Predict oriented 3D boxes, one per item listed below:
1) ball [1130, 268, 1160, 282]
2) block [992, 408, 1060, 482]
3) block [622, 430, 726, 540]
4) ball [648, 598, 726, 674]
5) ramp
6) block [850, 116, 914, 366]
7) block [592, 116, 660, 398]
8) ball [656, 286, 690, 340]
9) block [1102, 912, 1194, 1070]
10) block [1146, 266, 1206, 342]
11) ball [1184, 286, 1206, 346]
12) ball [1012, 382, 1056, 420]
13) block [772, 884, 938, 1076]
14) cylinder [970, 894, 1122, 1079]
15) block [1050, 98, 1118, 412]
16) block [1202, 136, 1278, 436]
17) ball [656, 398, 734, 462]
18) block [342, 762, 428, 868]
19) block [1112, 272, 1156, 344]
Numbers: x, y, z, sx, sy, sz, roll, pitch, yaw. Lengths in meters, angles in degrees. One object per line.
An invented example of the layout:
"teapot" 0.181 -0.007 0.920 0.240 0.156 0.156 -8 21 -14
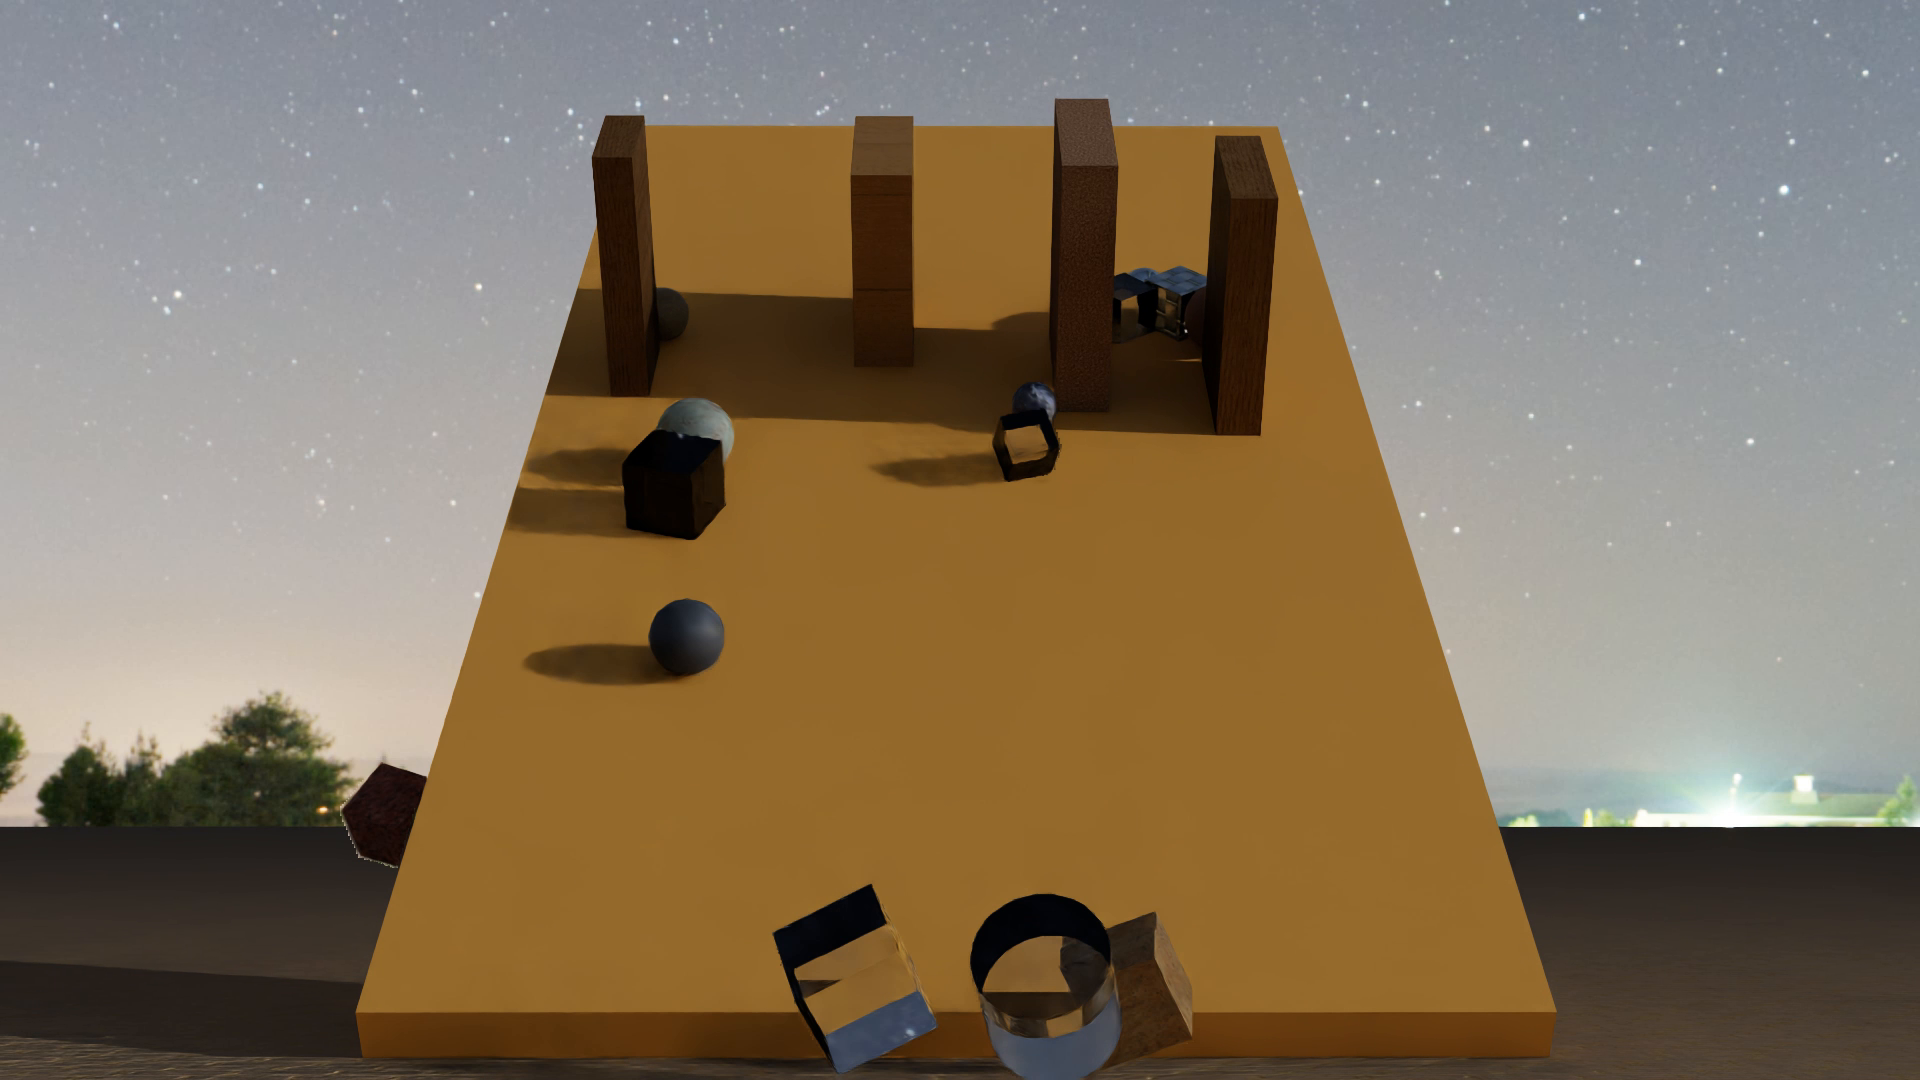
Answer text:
"ball" 0.479 -0.650 6.324 0.119 0.119 0.119 0 -7 0
"block" 0.151 -0.217 5.570 0.110 0.110 0.110 -11 -28 -17
"block" -0.634 -0.123 5.395 0.166 0.166 0.166 10 32 16
"ball" -0.548 0.194 4.880 0.152 0.152 0.152 0 -7 0
"ramp" -0.014 -0.201 5.786 2.000 0.100 4.000 0 31 0
"block" -0.191 -0.752 6.107 0.147 0.513 0.386 0 31 0
"block" -0.805 -0.684 5.881 0.093 0.624 0.266 0 31 0
"ball" -0.756 -0.576 6.179 0.134 0.134 0.134 0 -7 0
"block" 0.267 0.706 3.818 0.151 0.151 0.151 -22 16 13
"block" 0.565 -0.608 6.244 0.130 0.130 0.130 -24 39 -35
"ball" 0.652 -0.561 6.127 0.172 0.172 0.172 0 -7 0
"ball" 0.177 -0.323 5.787 0.108 0.108 0.108 0 -7 0
"block" -0.159 0.666 3.683 0.168 0.168 0.168 -26 33 -2
"cylinder" 0.117 0.596 3.226 0.184 0.184 0.184 -1 -38 9
"block" 0.295 -0.691 5.889 0.129 0.635 0.426 0 31 0
"block" 0.661 -0.605 5.779 0.106 0.605 0.380 0 31 0
"ball" -0.607 -0.238 5.572 0.179 0.179 0.179 0 -7 0
"block" -1.200 0.593 5.192 0.144 0.144 0.144 13 -43 23
"block" 0.415 -0.594 6.227 0.122 0.122 0.122 -23 38 -33
